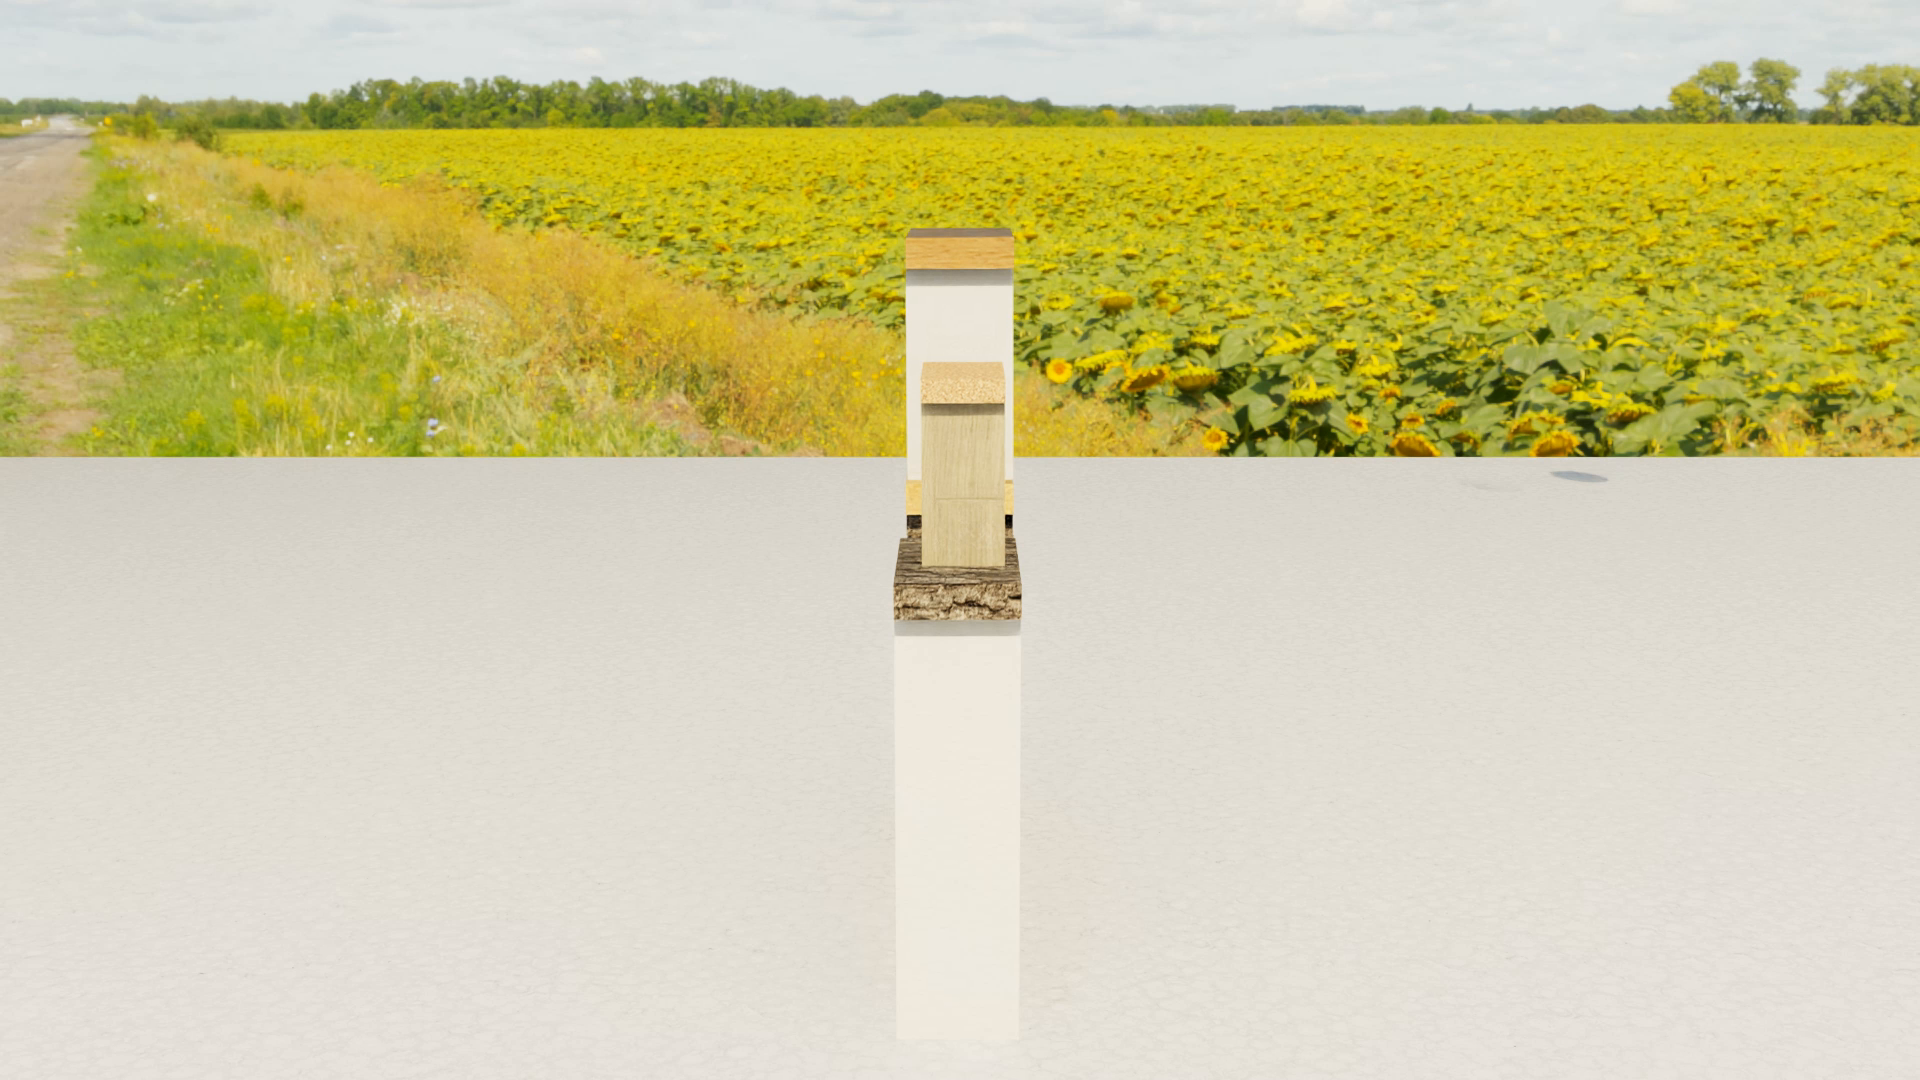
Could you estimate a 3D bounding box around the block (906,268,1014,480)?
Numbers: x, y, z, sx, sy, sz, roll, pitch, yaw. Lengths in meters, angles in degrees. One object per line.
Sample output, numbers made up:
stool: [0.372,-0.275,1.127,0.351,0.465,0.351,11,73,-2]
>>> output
block: [0.000,-0.262,3.448,0.166,0.332,0.047,0,11,0]

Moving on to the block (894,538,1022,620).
block: [-0.003,0.052,3.103,0.171,0.049,0.343,0,10,0]

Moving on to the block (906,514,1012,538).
block: [0.000,0.115,3.505,0.167,0.335,0.047,0,11,0]

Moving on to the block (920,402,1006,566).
block: [0.004,-0.080,3.048,0.115,0.230,0.033,0,10,0]

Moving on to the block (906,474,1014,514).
block: [-0.001,-0.094,3.580,0.167,0.047,0.335,0,11,0]

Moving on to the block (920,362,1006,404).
block: [0.004,-0.223,3.100,0.115,0.033,0.230,0,10,0]

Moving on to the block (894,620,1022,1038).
block: [-0.003,0.396,3.051,0.171,0.608,0.049,0,11,0]

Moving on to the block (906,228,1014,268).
block: [0.000,-0.469,3.522,0.166,0.047,0.332,0,11,0]
